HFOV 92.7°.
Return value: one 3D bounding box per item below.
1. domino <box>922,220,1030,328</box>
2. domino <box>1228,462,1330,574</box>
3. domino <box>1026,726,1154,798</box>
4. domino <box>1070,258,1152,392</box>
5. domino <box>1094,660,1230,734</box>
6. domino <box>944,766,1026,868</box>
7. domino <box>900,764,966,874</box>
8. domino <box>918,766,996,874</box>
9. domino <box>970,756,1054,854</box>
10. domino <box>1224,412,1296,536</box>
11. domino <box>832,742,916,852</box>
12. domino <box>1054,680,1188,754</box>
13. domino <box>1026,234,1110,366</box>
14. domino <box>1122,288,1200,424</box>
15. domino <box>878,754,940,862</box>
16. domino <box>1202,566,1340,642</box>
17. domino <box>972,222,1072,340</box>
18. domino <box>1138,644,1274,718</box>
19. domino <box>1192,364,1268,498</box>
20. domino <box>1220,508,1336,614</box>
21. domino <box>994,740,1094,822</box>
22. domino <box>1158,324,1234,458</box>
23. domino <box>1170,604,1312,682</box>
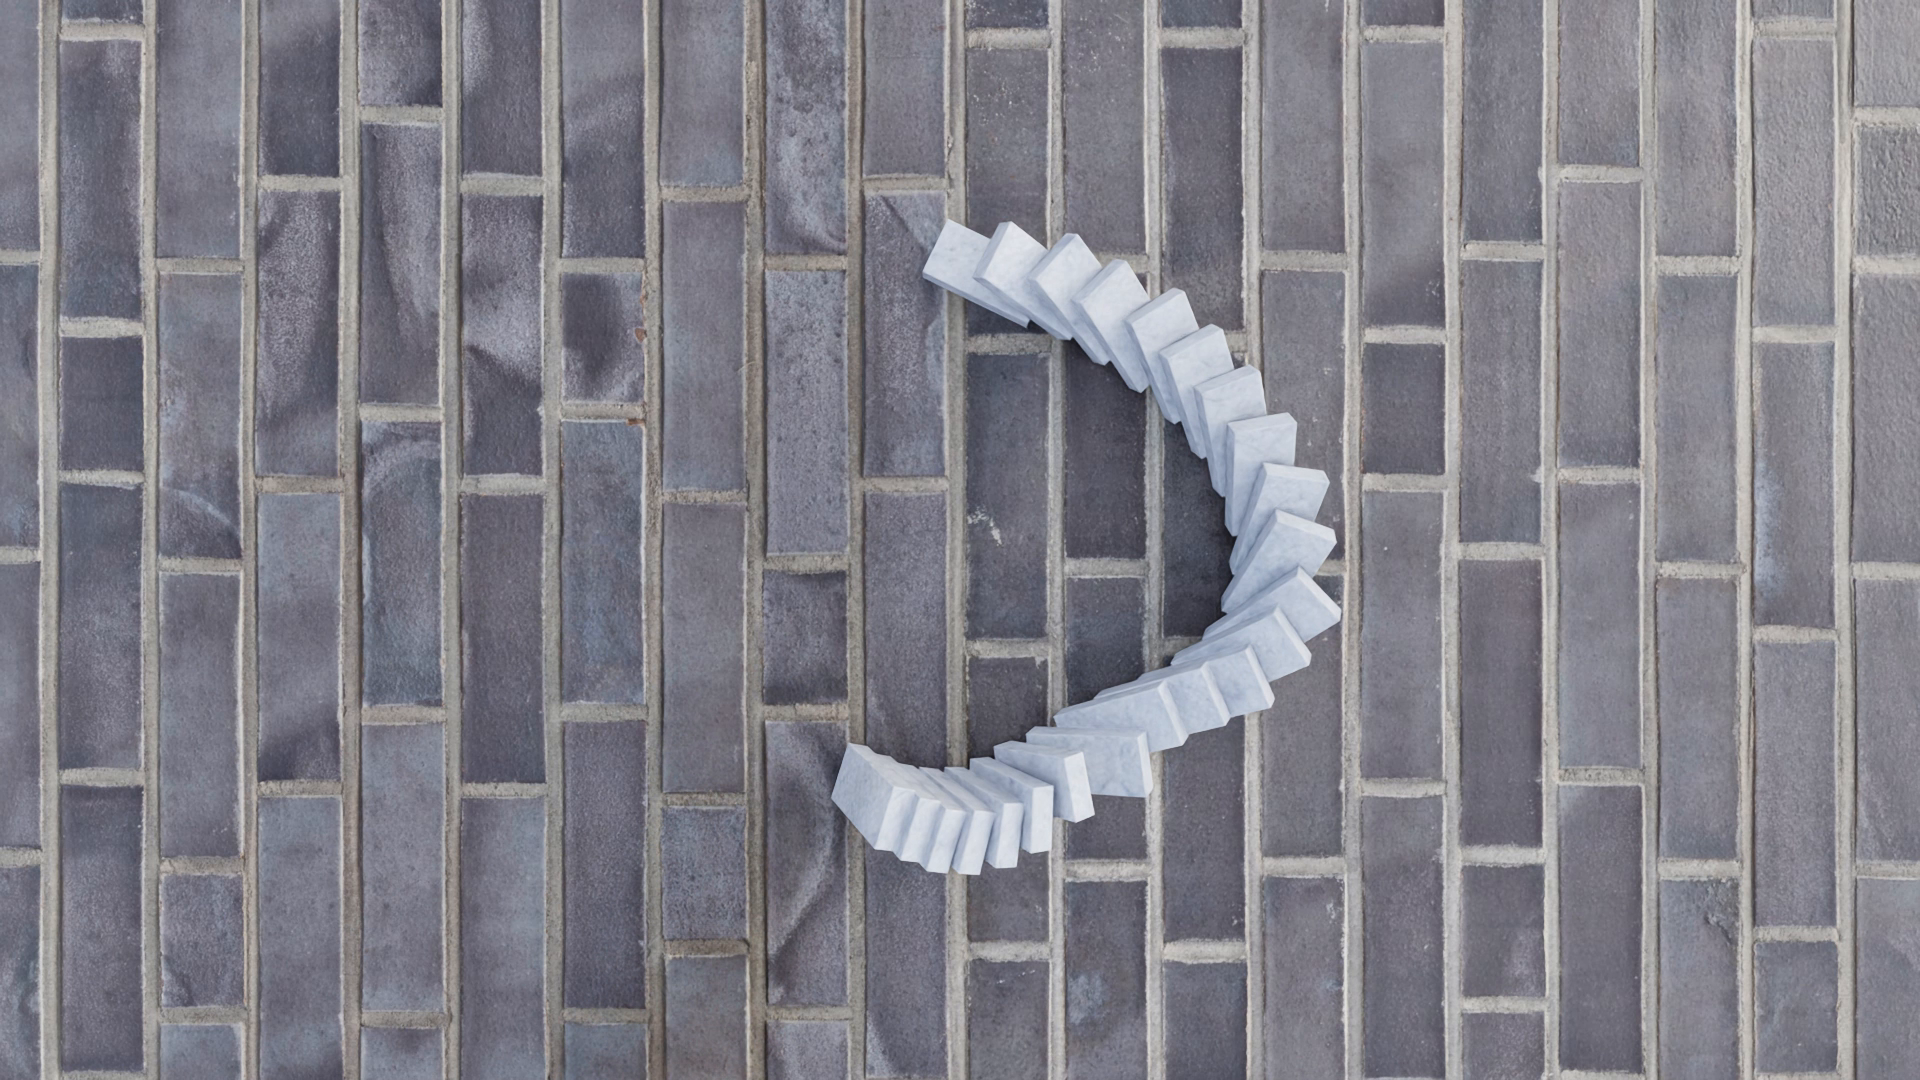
[{"bbox_3d":[0.012,-0.115,0.395,0.050,0.009,0.025,26,90,0],"label":"domino"},{"bbox_3d":[0.132,-0.007,0.382,0.025,0.010,0.050,8,124,0],"label":"domino"},{"bbox_3d":[0.054,0.092,0.382,0.050,0.010,0.025,-5,97,31],"label":"domino"},{"bbox_3d":[0.070,-0.089,0.383,0.025,0.009,0.050,-42,120,-1],"label":"domino"},{"bbox_3d":[0.084,0.070,0.383,0.050,0.010,0.025,-23,91,32],"label":"domino"},{"bbox_3d":[0.008,0.113,0.376,0.009,0.050,0.025,8,90,-29],"label":"domino"},{"bbox_3d":[-0.016,0.113,0.376,0.010,0.050,0.025,18,90,-29],"label":"domino"},{"bbox_3d":[-0.005,0.114,0.376,0.010,0.050,0.025,14,90,-29],"label":"domino"},{"bbox_3d":[0.020,0.107,0.376,0.009,0.050,0.025,2,90,-29],"label":"domino"},{"bbox_3d":[0.125,-0.027,0.382,0.025,0.009,0.050,-10,124,0],"label":"domino"},{"bbox_3d":[-0.037,0.104,0.376,0.009,0.050,0.025,18,90,-29],"label":"domino"},{"bbox_3d":[0.067,0.078,0.383,0.050,0.009,0.025,-23,90,32],"label":"domino"},{"bbox_3d":[0.053,-0.100,0.383,0.025,0.010,0.050,-48,120,-1],"label":"domino"},{"bbox_3d":[0.090,-0.077,0.384,0.025,0.010,0.050,-32,119,0],"label":"domino"},{"bbox_3d":[-0.027,0.109,0.376,0.009,0.050,0.025,18,90,-29],"label":"domino"},{"bbox_3d":[0.129,0.035,0.382,0.025,0.010,0.050,46,124,-2],"label":"domino"},{"bbox_3d":[0.032,-0.107,0.383,0.050,0.009,0.025,27,89,-31],"label":"domino"},{"bbox_3d":[0.102,0.063,0.382,0.050,0.010,0.025,-23,93,32],"label":"domino"},{"bbox_3d":[0.115,-0.045,0.383,0.025,0.009,0.050,-21,121,0],"label":"domino"},{"bbox_3d":[0.132,0.013,0.381,0.025,0.010,0.050,20,126,0],"label":"domino"},{"bbox_3d":[0.033,0.098,0.376,0.009,0.050,0.025,-11,90,-32],"label":"domino"},{"bbox_3d":[0.103,-0.062,0.383,0.025,0.009,0.050,-28,121,0],"label":"domino"},{"bbox_3d":[0.116,0.050,0.382,0.050,0.010,0.025,-34,92,33],"label":"domino"}]
